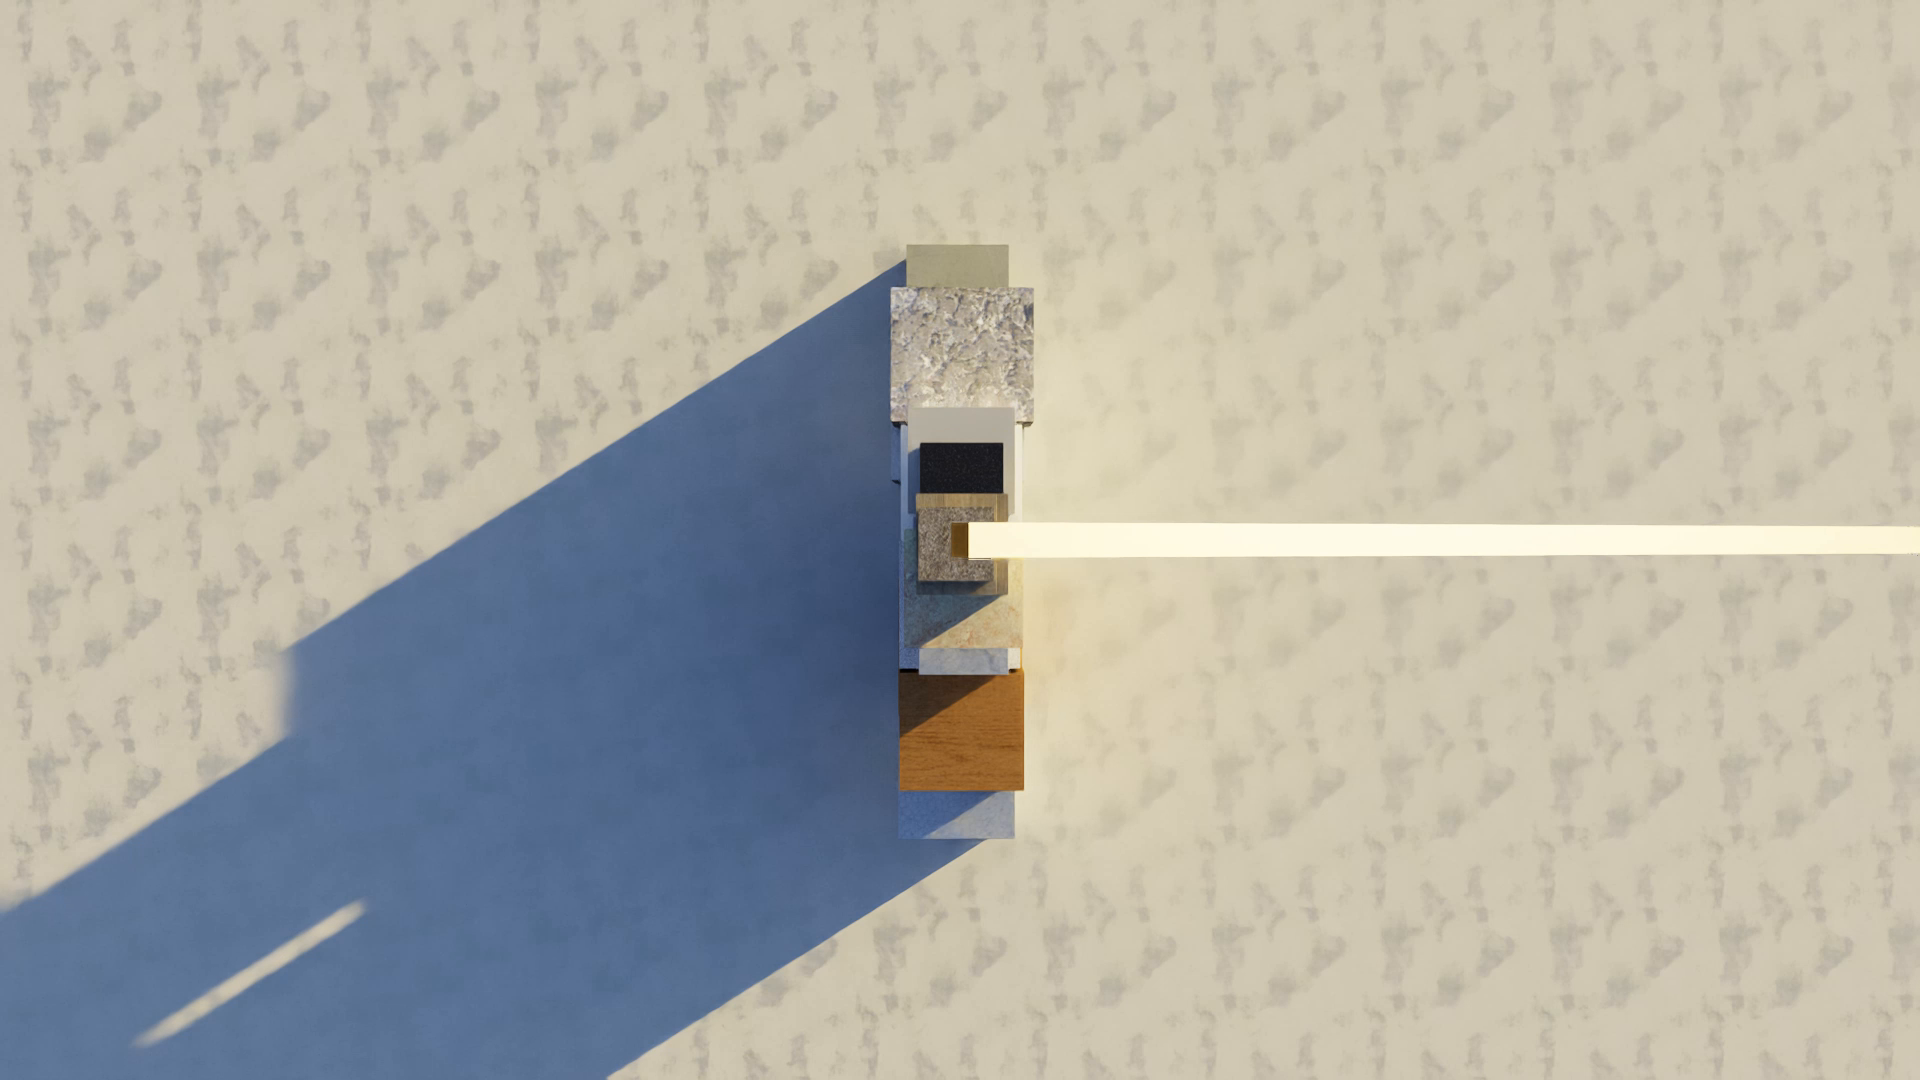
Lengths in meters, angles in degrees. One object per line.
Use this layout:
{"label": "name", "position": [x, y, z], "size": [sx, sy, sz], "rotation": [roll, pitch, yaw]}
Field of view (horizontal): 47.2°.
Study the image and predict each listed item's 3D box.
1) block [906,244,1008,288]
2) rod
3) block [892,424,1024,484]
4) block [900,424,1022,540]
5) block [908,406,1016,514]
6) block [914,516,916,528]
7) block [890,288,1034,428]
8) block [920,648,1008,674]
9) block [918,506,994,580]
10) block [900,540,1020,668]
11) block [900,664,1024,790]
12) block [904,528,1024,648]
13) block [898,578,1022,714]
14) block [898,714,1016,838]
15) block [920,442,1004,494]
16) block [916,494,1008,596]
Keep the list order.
{"label": "block", "position": [-0.013, -1.392, 12.730], "size": [0.579, 0.540, 0.566], "rotation": [0, 90, 0]}
{"label": "rod", "position": [2.234, 0.000, 6.368], "size": [5.200, 0.080, 0.080], "rotation": [0, 90, -31]}
{"label": "block", "position": [-0.011, -0.716, 12.602], "size": [0.742, 0.797, 0.766], "rotation": [0, 90, 0]}
{"label": "block", "position": [0.008, -0.308, 11.868], "size": [0.634, 0.672, 0.604], "rotation": [0, 91, 0]}
{"label": "block", "position": [0.007, -0.405, 11.307], "size": [0.541, 0.447, 0.537], "rotation": [0, 91, 0]}
{"label": "block", "position": [-0.018, 0.087, 11.340], "size": [0.439, 0.395, 0.429], "rotation": [0, 91, 0]}
{"label": "block", "position": [0.012, -0.976, 11.876], "size": [0.751, 0.654, 0.703], "rotation": [0, 90, 0]}
{"label": "block", "position": [0.019, 0.495, 11.498], "size": [0.458, 0.473, 0.387], "rotation": [0, 90, 0]}
{"label": "block", "position": [-0.016, 0.019, 9.914], "size": [0.333, 0.363, 0.327], "rotation": [0, 90, 0]}
{"label": "block", "position": [-0.002, 0.342, 12.032], "size": [0.646, 0.593, 0.686], "rotation": [0, 90, 0]}
{"label": "block", "position": [0.011, 1.018, 12.036], "size": [0.668, 0.586, 0.632], "rotation": [0, 91, 0]}
{"label": "block", "position": [0.017, 0.230, 10.839], "size": [0.572, 0.611, 0.568], "rotation": [0, 91, 0]}
{"label": "block", "position": [0.002, 0.592, 12.664], "size": [0.694, 0.672, 0.761], "rotation": [0, 90, 0]}
{"label": "block", "position": [-0.018, 1.329, 12.667], "size": [0.653, 0.665, 0.693], "rotation": [0, 90, 0]}
{"label": "block", "position": [0.009, -0.270, 10.876], "size": [0.405, 0.418, 0.412], "rotation": [0, 91, 0]}
{"label": "block", "position": [0.010, 0.022, 10.312], "size": [0.424, 0.434, 0.465], "rotation": [0, 90, 0]}
